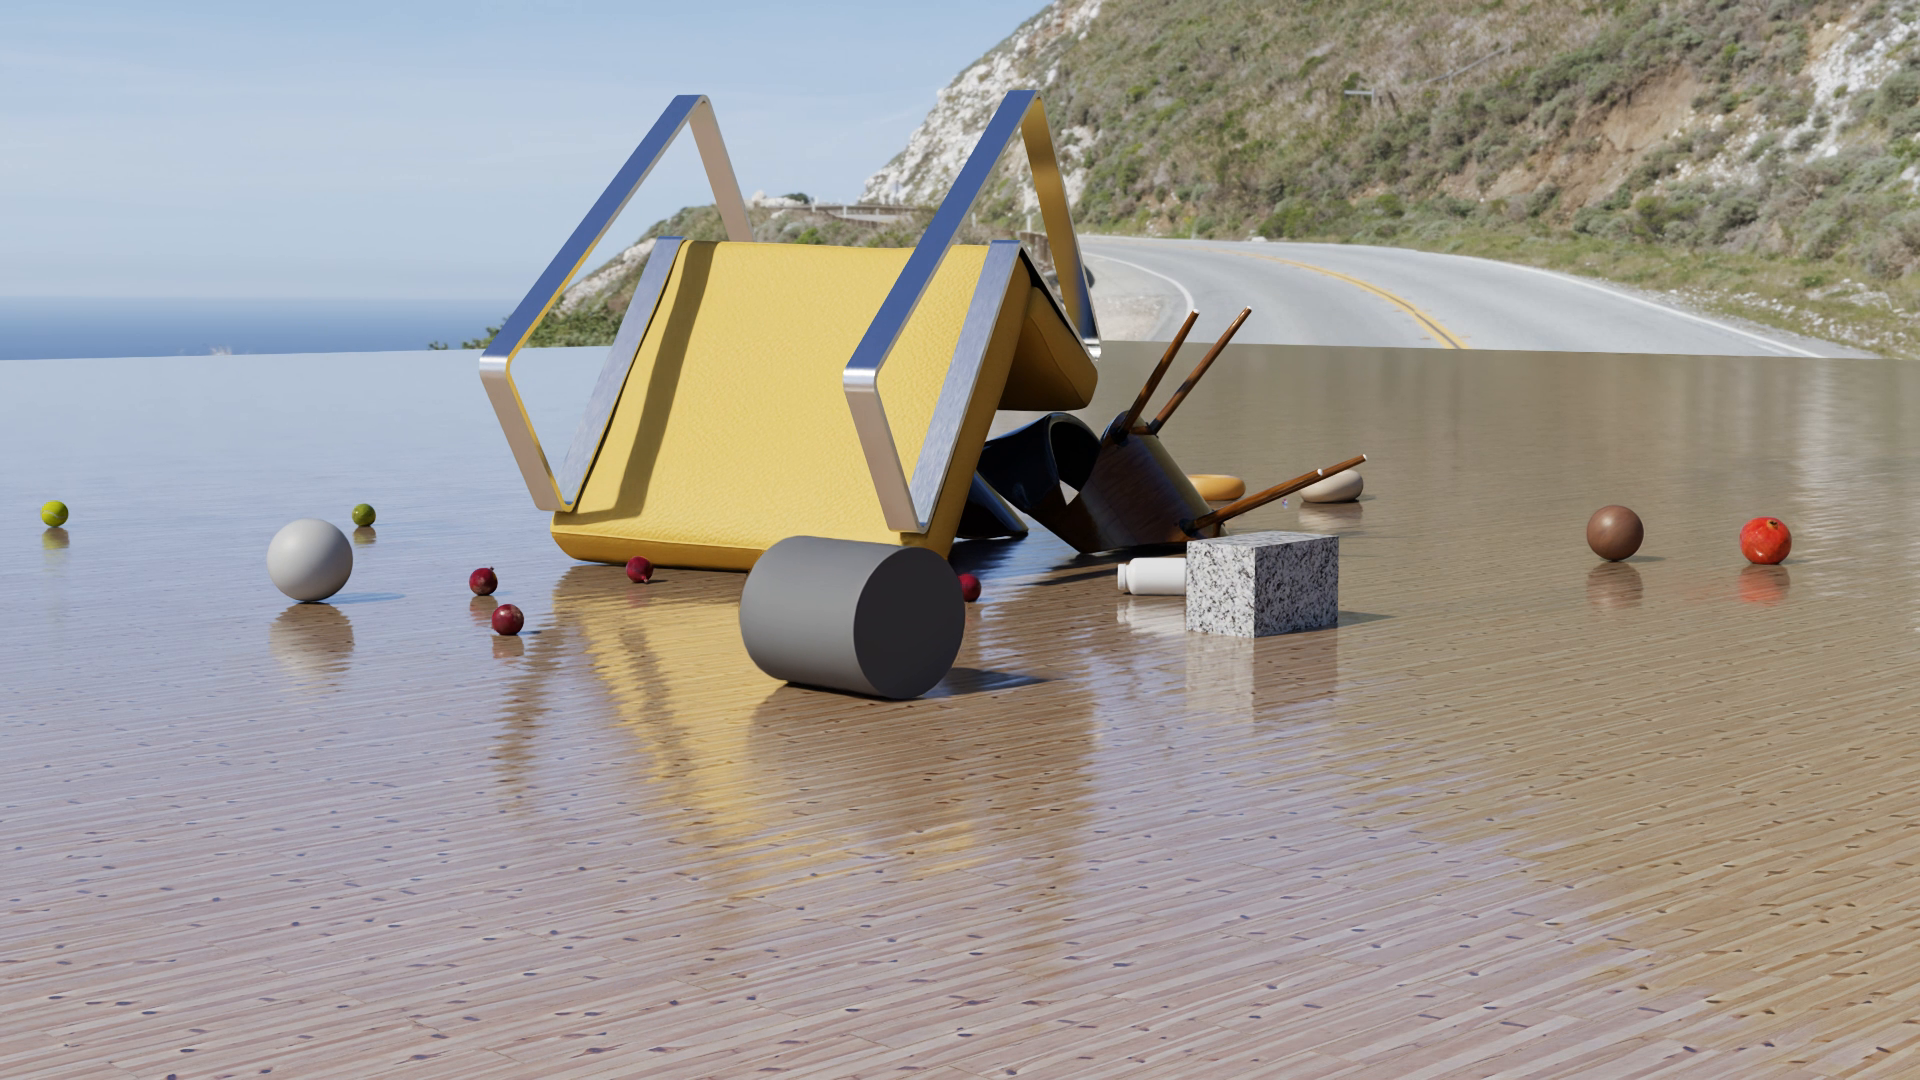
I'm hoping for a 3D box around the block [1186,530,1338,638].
[{"bbox_3d":[0.570,0.080,4.821,0.153,0.166,0.275,5,8,41],"label":"block"}]

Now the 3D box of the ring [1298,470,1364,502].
[{"bbox_3d":[1.096,-0.159,7.576,0.180,0.079,0.360,1,7,20],"label":"ring"}]

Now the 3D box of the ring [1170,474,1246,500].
[{"bbox_3d":[0.731,-0.154,7.581,0.229,0.069,0.142,1,7,15],"label":"ring"}]

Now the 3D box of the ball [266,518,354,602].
[{"bbox_3d":[-1.315,0.040,5.191,0.170,0.170,0.170,0,6,0],"label":"ball"}]

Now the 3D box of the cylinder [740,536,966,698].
[{"bbox_3d":[-0.171,0.120,4.088,0.262,0.237,0.248,6,21,44],"label":"cylinder"}]
